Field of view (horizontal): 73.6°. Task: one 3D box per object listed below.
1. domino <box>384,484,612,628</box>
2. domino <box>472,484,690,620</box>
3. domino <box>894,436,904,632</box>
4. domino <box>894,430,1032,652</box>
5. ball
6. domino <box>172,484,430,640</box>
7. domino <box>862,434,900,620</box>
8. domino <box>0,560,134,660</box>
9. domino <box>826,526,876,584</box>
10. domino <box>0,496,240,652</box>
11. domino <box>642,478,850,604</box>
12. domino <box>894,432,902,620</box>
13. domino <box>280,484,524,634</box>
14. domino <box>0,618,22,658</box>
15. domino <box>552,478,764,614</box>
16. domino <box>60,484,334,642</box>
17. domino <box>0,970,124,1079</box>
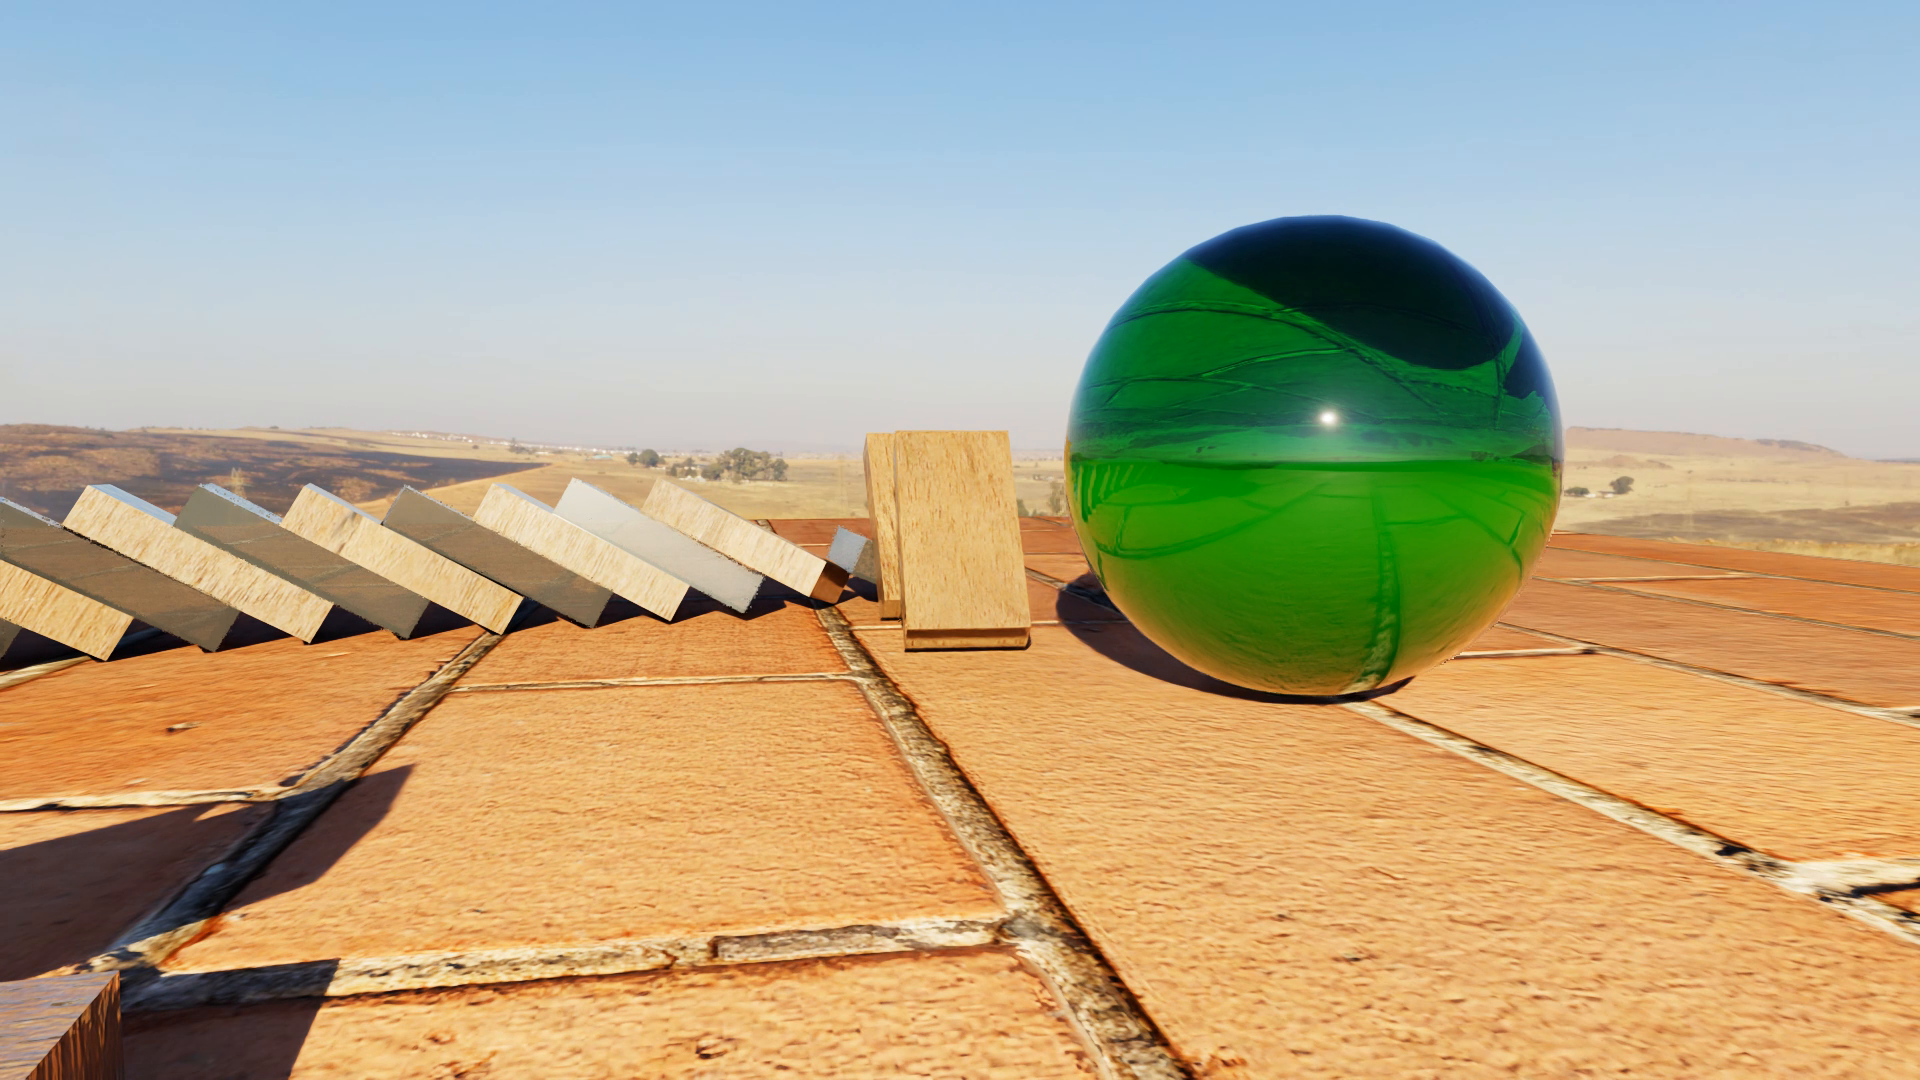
[{"bbox_3d":[-0.107,0.004,0.298,0.050,0.009,0.025,31,-9,-23],"label":"domino"},{"bbox_3d":[-0.090,0.003,0.310,0.050,0.009,0.025,29,-4,-12],"label":"domino"},{"bbox_3d":[-0.001,-0.002,0.286,0.025,0.050,0.010,-1,-33,-7],"label":"domino"},{"bbox_3d":[0.000,-0.001,0.274,0.025,0.050,0.010,-1,-33,-7],"label":"domino"},{"bbox_3d":[0.057,-0.014,0.215,0.080,0.080,0.080,0,4,0],"label":"ball"},{"bbox_3d":[-0.142,0.004,0.281,0.050,0.010,0.025,32,-10,-23],"label":"domino"},{"bbox_3d":[-0.009,-0.004,0.322,0.025,0.050,0.009,-1,-34,-12],"label":"domino"},{"bbox_3d":[-0.189,0.007,0.246,0.025,0.009,0.050,4,-26,49],"label":"domino"},{"bbox_3d":[-0.020,0.007,0.349,0.025,0.009,0.050,23,-1,-14],"label":"domino"},{"bbox_3d":[-0.175,0.006,0.260,0.050,0.009,0.025,35,-17,-33],"label":"domino"},{"bbox_3d":[-0.055,0.001,0.334,0.050,0.009,0.025,26,-2,12],"label":"domino"},{"bbox_3d":[-0.002,-0.003,0.310,0.025,0.050,0.010,0,-33,-7],"label":"domino"},{"bbox_3d":[-0.125,0.004,0.288,0.050,0.010,0.025,32,-9,-23],"label":"domino"},{"bbox_3d":[-0.201,0.008,0.231,0.025,0.009,0.050,3,-27,42],"label":"domino"},{"bbox_3d":[-0.073,0.002,0.315,0.050,0.009,0.025,29,-4,-6],"label":"domino"},{"bbox_3d":[-0.160,0.005,0.274,0.050,0.010,0.025,32,-11,-23],"label":"domino"},{"bbox_3d":[-0.073,0.033,0.062,0.050,0.010,0.025,-1,4,-17],"label":"domino"}]
